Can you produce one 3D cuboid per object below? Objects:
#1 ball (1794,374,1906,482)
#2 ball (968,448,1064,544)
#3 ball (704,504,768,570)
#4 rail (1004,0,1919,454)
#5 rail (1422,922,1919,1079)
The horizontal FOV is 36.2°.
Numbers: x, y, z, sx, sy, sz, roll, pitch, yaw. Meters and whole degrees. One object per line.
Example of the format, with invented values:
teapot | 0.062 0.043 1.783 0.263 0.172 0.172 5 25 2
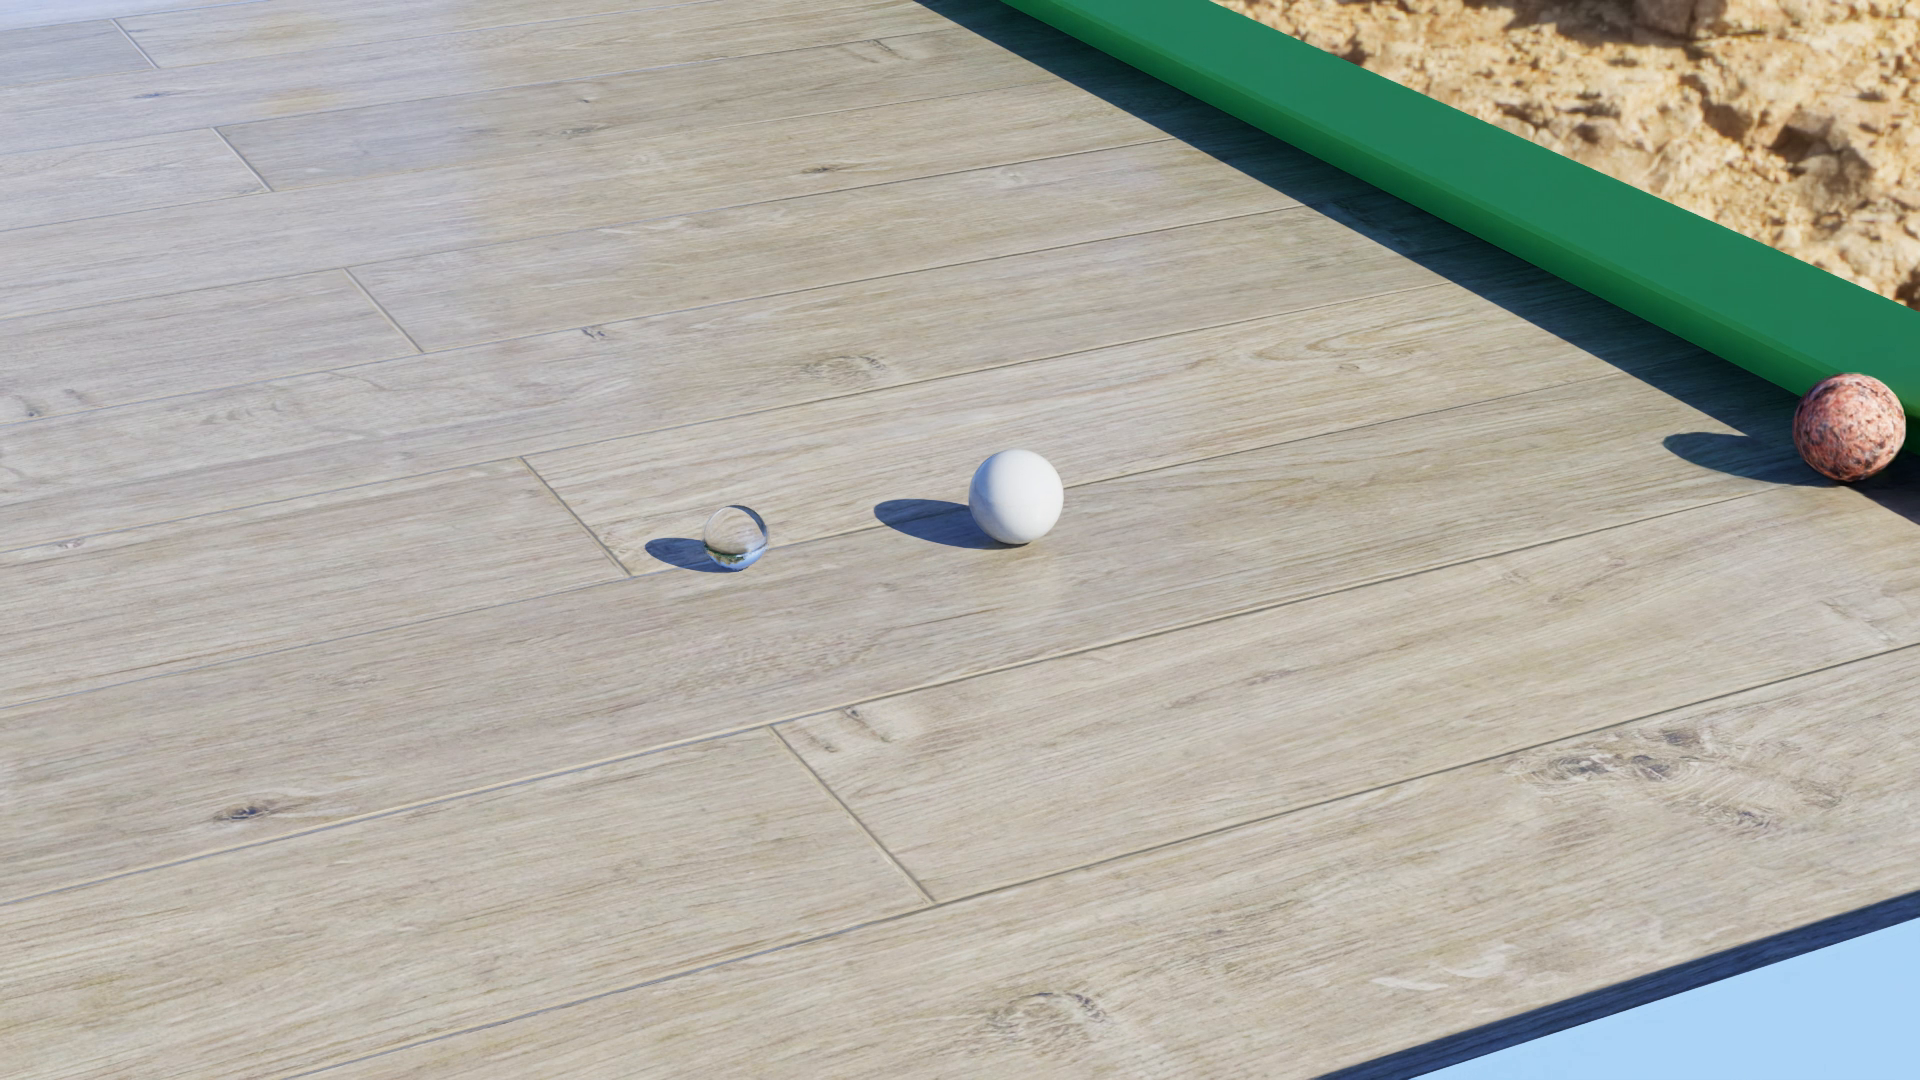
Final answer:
ball | 0.691 -0.088 2.286 0.084 0.084 0.084 0 25 0
ball | 0.041 -0.032 2.181 0.071 0.071 0.071 0 25 0
ball | -0.164 -0.002 2.145 0.047 0.047 0.047 0 25 0
rail | 0.331 -0.462 3.057 0.045 0.112 3.154 -12 27 -24
rail | 0.343 0.267 1.486 1.580 0.112 0.045 -12 27 -24
